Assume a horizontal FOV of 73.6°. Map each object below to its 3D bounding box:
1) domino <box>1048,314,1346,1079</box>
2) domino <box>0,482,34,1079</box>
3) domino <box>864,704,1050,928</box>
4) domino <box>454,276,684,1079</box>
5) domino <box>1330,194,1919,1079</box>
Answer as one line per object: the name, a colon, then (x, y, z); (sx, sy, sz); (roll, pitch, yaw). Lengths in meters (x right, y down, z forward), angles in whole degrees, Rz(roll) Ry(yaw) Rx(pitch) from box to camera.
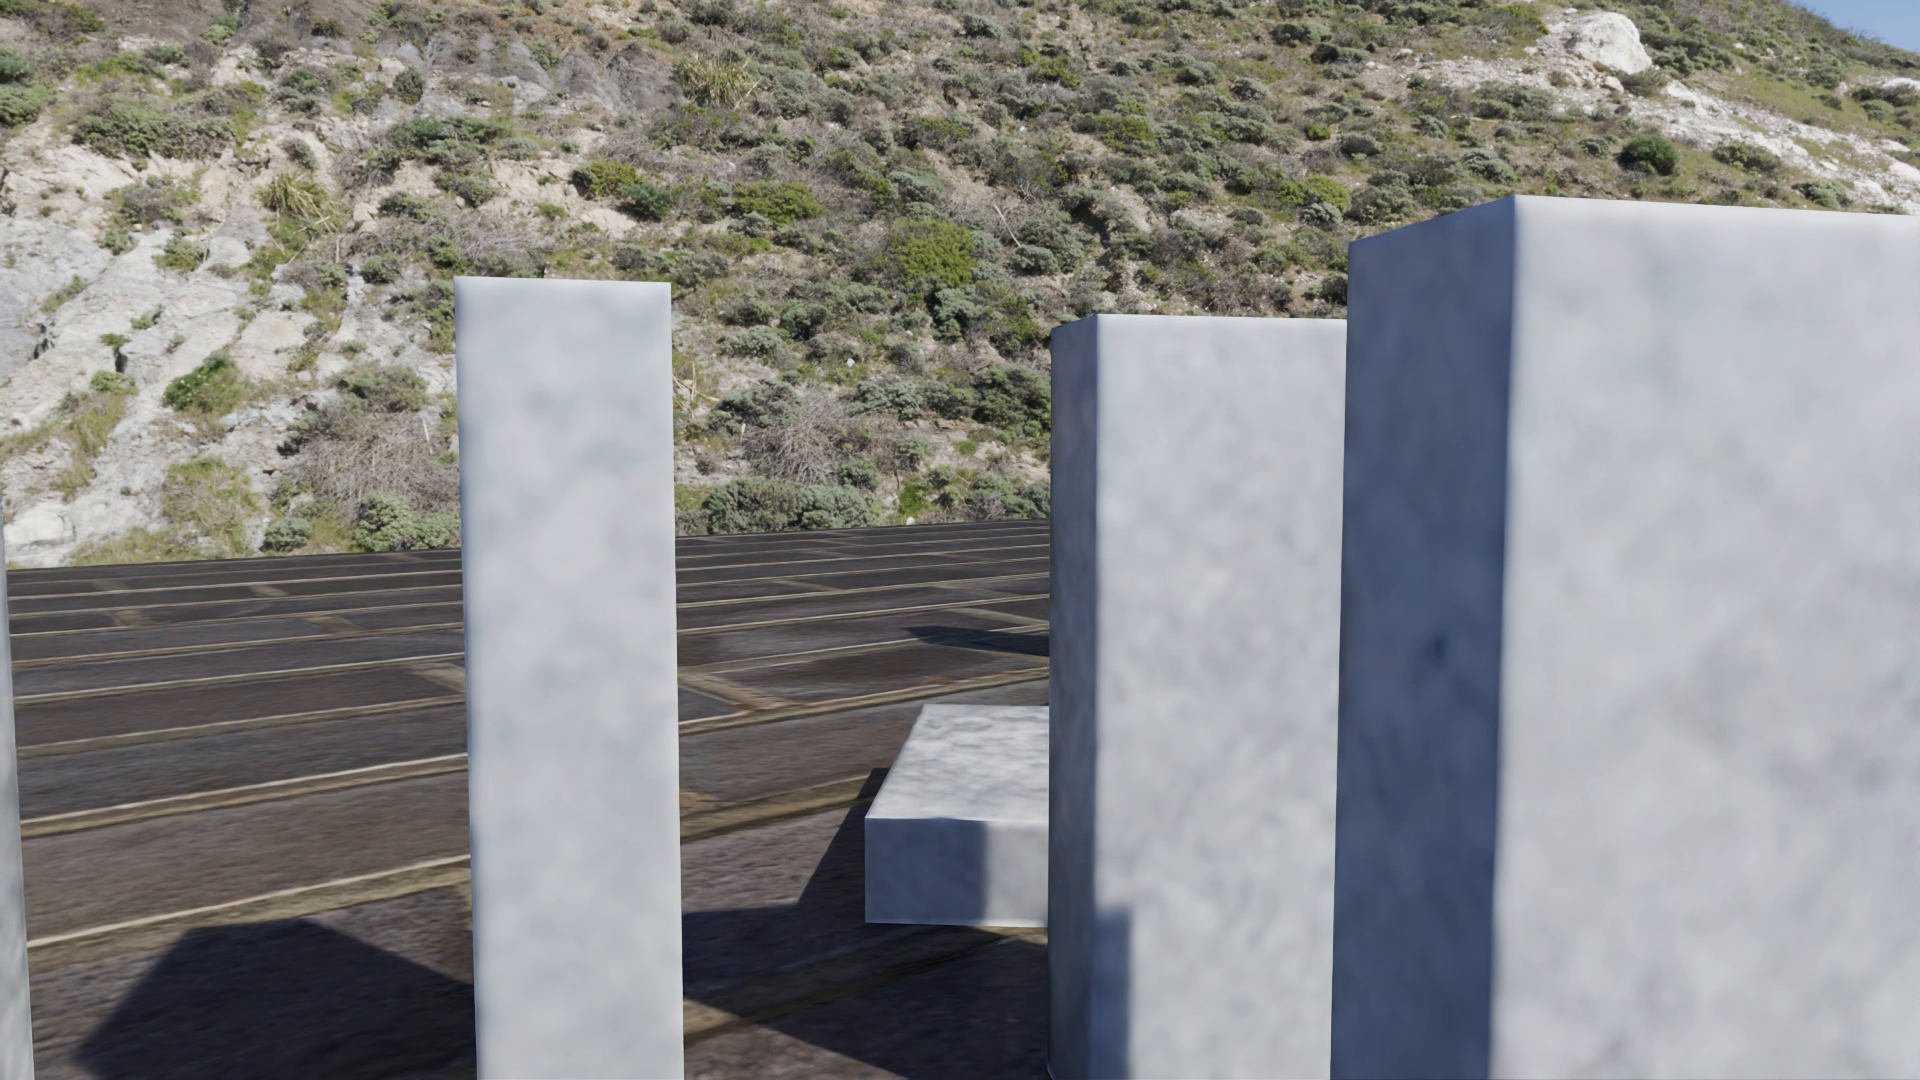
domino: (0.019, 0.011, 0.083); (0.025, 0.050, 0.009); (-1, 4, -12)
domino: (-0.056, 0.013, 0.062); (0.010, 0.050, 0.025); (-1, 5, -19)
domino: (0.006, 0.028, 0.138); (0.025, 0.009, 0.050); (0, 4, 4)
domino: (-0.021, 0.012, 0.073); (0.010, 0.050, 0.025); (-1, 4, -15)
domino: (0.028, 0.014, 0.048); (0.025, 0.050, 0.009); (-1, 4, -14)
